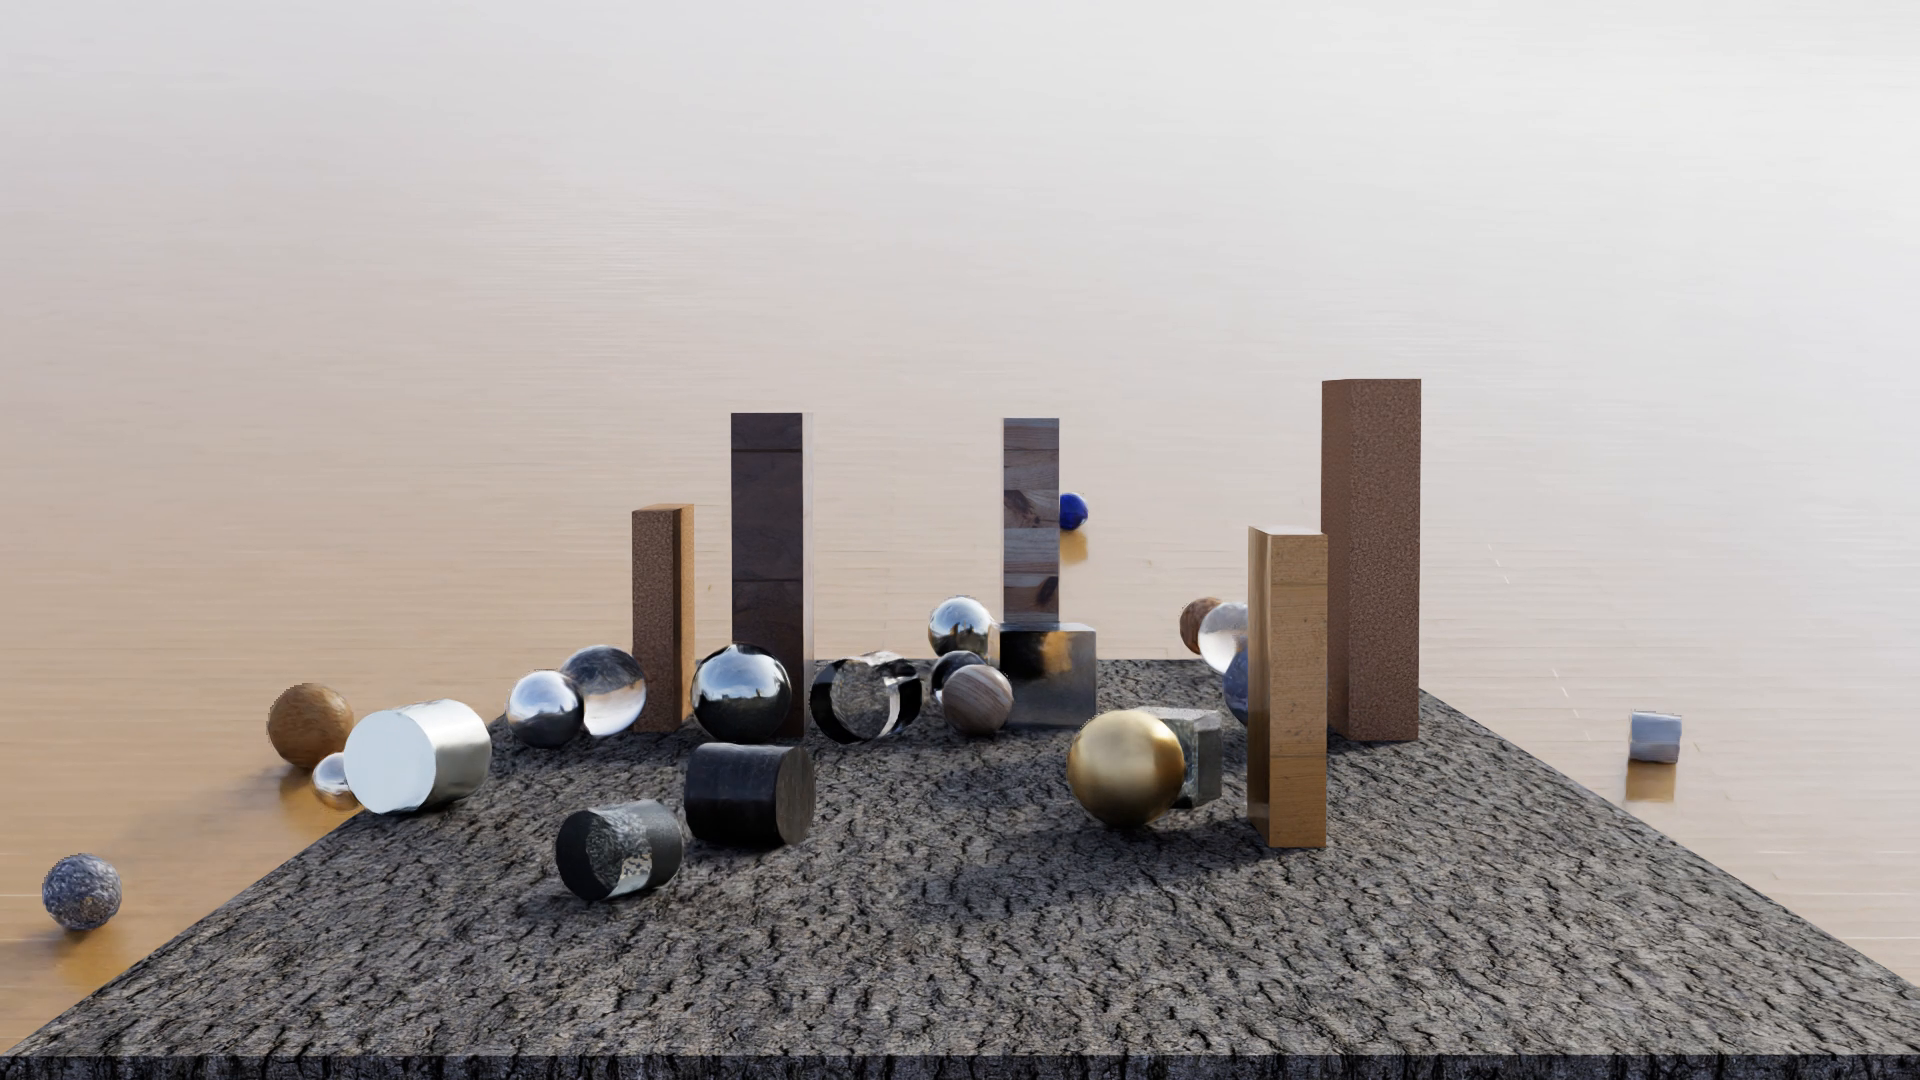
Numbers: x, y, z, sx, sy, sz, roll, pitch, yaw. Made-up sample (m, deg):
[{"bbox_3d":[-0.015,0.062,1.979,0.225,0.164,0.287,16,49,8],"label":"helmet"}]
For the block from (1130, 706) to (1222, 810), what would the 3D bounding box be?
[{"bbox_3d":[0.334,0.352,4.175,0.143,0.143,0.143,1,3,24],"label":"block"}]

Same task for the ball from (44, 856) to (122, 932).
[{"bbox_3d":[-1.857,0.748,5.447,0.160,0.160,0.160,0,22,0],"label":"ball"}]

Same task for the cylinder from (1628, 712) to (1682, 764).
[{"bbox_3d":[1.672,0.476,6.190,0.114,0.114,0.114,6,22,11],"label":"cylinder"}]

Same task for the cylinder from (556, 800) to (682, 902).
[{"bbox_3d":[-0.447,0.406,3.374,0.117,0.117,0.117,15,11,33],"label":"cylinder"}]

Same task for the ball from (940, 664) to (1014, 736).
[{"bbox_3d":[0.033,0.311,4.997,0.141,0.141,0.141,0,22,0],"label":"ball"}]

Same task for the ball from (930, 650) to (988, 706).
[{"bbox_3d":[0.003,0.281,5.123,0.125,0.125,0.125,0,22,0],"label":"ball"}]

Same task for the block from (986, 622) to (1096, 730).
[{"bbox_3d":[0.164,0.273,5.210,0.194,0.194,0.194,0,3,-7],"label":"block"}]

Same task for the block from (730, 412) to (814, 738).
[{"bbox_3d":[-0.372,0.059,5.151,0.138,0.628,0.373,0,3,0],"label":"block"}]

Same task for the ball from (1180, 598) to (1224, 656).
[{"bbox_3d":[0.643,0.225,6.645,0.154,0.154,0.154,0,22,0],"label":"ball"}]

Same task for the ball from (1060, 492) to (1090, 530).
[{"bbox_3d":[0.325,-0.086,7.609,0.113,0.113,0.113,0,22,0],"label":"ball"}]

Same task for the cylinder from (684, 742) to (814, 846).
[{"bbox_3d":[-0.308,0.372,3.772,0.144,0.144,0.144,1,21,20],"label":"cylinder"}]

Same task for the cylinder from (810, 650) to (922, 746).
[{"bbox_3d":[-0.179,0.303,4.937,0.165,0.165,0.165,8,6,20],"label":"cylinder"}]

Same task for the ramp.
[{"bbox_3d":[0.050,0.455,4.532,2.000,0.100,4.000,0,3,0],"label":"ramp"}]

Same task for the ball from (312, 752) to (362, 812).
[{"bbox_3d":[-1.288,0.505,5.361,0.125,0.125,0.125,0,22,0],"label":"ball"}]

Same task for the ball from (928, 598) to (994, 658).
[{"bbox_3d":[0.004,0.226,6.372,0.169,0.169,0.169,0,22,0],"label":"ball"}]

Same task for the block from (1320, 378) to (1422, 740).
[{"bbox_3d":[0.811,0.028,5.109,0.134,0.693,0.394,0,3,0],"label":"block"}]

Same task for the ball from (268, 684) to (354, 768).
[{"bbox_3d":[-1.551,0.446,6.152,0.200,0.200,0.200,0,22,0],"label":"ball"}]

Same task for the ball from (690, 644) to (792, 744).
[{"bbox_3d":[-0.416,0.292,4.880,0.191,0.191,0.191,0,22,0],"label":"ball"}]

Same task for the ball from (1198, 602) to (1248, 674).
[{"bbox_3d":[0.654,0.235,6.123,0.177,0.177,0.177,0,22,0],"label":"ball"}]

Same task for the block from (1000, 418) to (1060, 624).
[{"bbox_3d":[0.147,0.046,5.524,0.115,0.616,0.415,0,3,0],"label":"block"}]

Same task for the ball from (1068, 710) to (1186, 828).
[{"bbox_3d":[0.253,0.347,3.912,0.179,0.179,0.179,0,22,0],"label":"ball"}]

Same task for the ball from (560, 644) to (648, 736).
[{"bbox_3d":[-0.697,0.293,4.994,0.178,0.178,0.178,0,22,0],"label":"ball"}]

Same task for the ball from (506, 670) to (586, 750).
[{"bbox_3d":[-0.775,0.318,4.814,0.147,0.147,0.147,0,22,0],"label":"ball"}]

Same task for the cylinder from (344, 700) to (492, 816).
[{"bbox_3d":[-0.861,0.345,4.087,0.167,0.167,0.167,8,6,20],"label":"cylinder"}]

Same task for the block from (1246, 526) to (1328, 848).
[{"bbox_3d":[0.490,0.212,3.864,0.082,0.454,0.288,0,3,0],"label":"block"}]

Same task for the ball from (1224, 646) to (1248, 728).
[{"bbox_3d":[0.607,0.287,5.027,0.185,0.185,0.185,0,22,0],"label":"ball"}]

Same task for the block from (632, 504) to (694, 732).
[{"bbox_3d":[-0.605,0.150,5.266,0.080,0.435,0.415,0,3,0],"label":"block"}]
